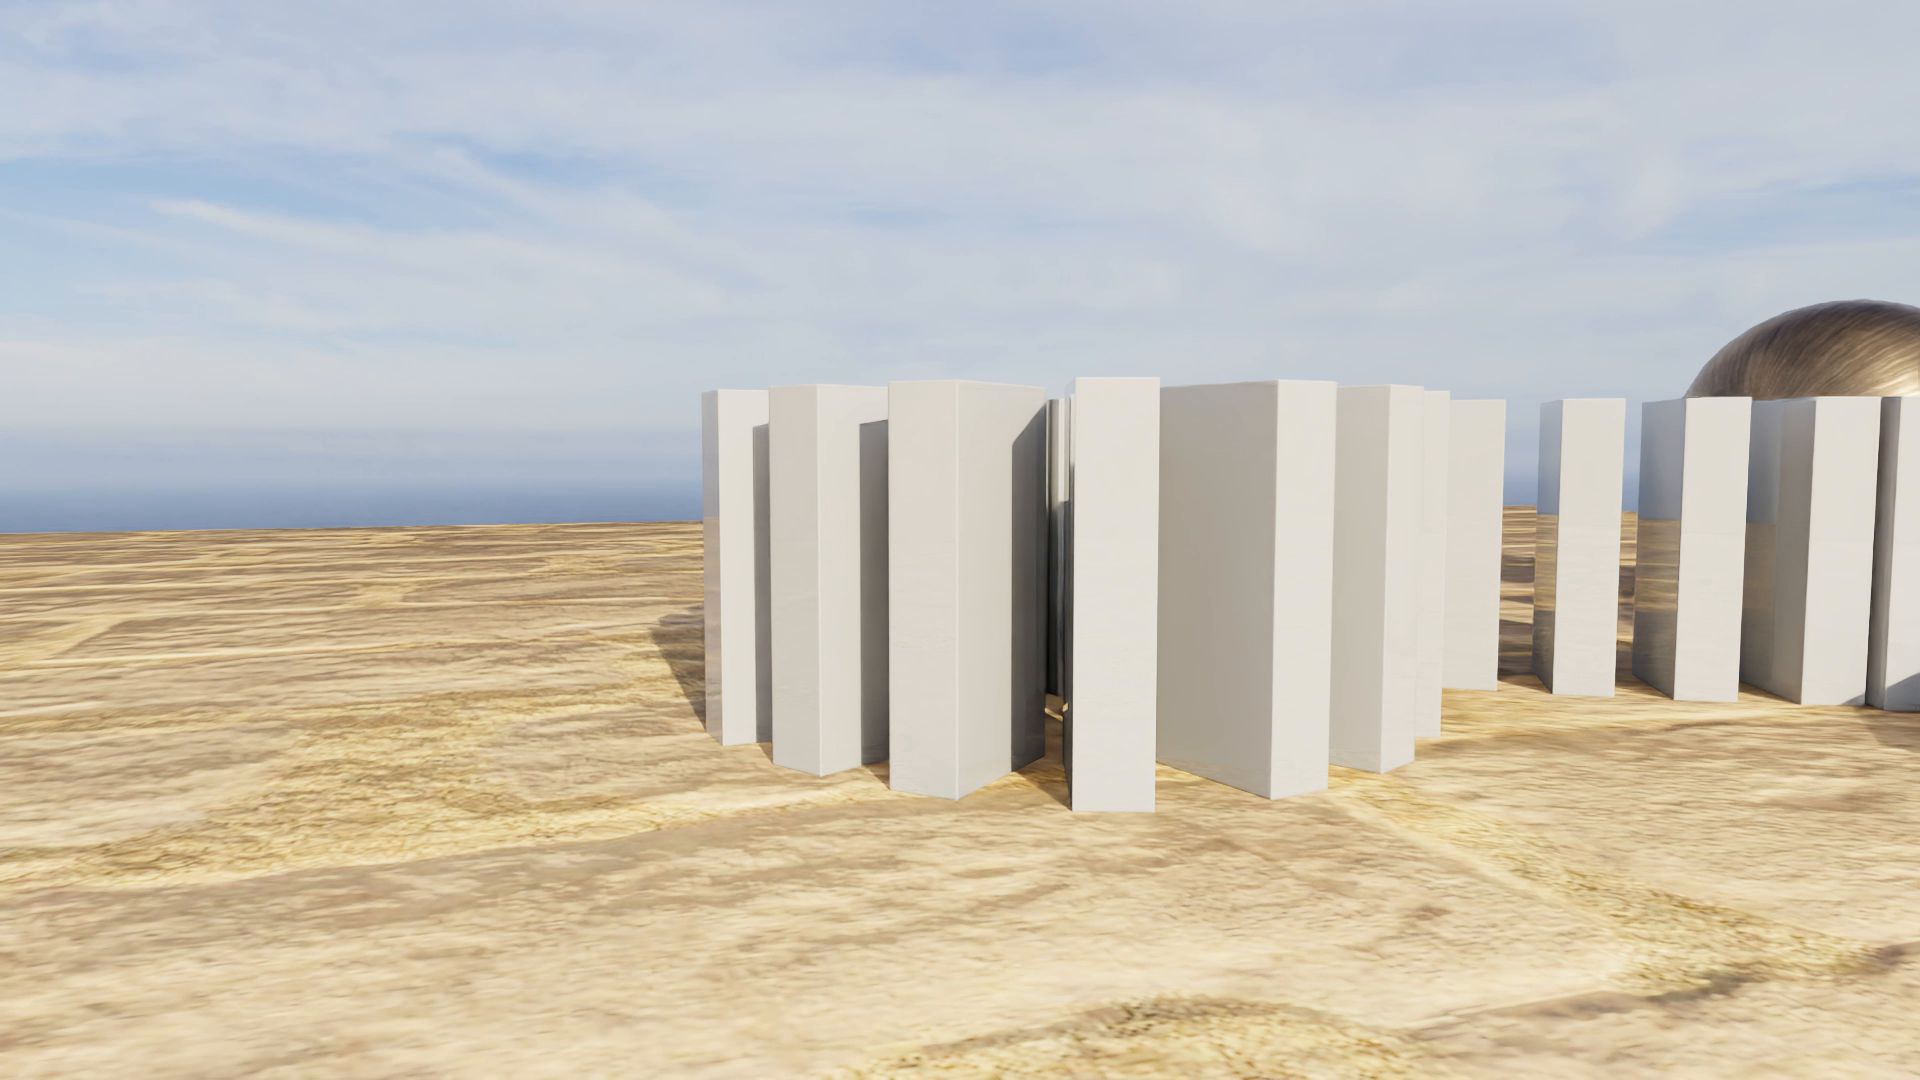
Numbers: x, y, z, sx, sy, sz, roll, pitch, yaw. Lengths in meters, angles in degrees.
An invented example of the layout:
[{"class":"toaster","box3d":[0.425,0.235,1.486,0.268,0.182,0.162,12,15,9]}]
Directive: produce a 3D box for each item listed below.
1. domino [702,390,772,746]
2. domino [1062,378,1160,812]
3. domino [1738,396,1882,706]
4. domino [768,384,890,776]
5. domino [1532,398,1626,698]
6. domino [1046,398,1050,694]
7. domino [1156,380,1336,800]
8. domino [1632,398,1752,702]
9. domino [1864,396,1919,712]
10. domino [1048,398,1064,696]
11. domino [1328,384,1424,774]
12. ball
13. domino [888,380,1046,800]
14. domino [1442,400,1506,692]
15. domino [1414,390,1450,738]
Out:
[{"class":"domino","box3d":[-0.024,0.003,0.188,0.025,0.050,0.009,-2,5,-25]},{"class":"domino","box3d":[0.018,0.006,0.159,0.009,0.050,0.025,0,4,2]},{"class":"domino","box3d":[0.143,0.001,0.219,0.010,0.050,0.025,1,4,8]},{"class":"domino","box3d":[-0.013,0.004,0.175,0.009,0.050,0.025,4,6,42]},{"class":"domino","box3d":[0.109,0.001,0.227,0.009,0.050,0.025,1,4,16]},{"class":"domino","box3d":[0.002,0.001,0.217,0.025,0.050,0.009,2,5,21]},{"class":"domino","box3d":[0.035,0.005,0.165,0.009,0.050,0.025,-3,5,-31]},{"class":"domino","box3d":[0.126,0.001,0.222,0.009,0.050,0.025,1,4,13]},{"class":"domino","box3d":[0.153,0.001,0.214,0.009,0.050,0.025,0,4,6]},{"class":"domino","box3d":[0.015,0.000,0.228,0.009,0.050,0.025,-2,5,-27]},{"class":"domino","box3d":[0.049,0.004,0.176,0.025,0.050,0.009,4,6,44]},{"class":"ball","box3d":[0.232,-0.023,0.338,0.080,0.080,0.080,0,4,0]},{"class":"domino","box3d":[0.001,0.005,0.165,0.009,0.050,0.025,2,5,28]},{"class":"domino","box3d":[0.092,0.000,0.232,0.009,0.050,0.025,1,5,19]},{"class":"domino","box3d":[0.058,0.003,0.190,0.025,0.050,0.010,1,4,10]}]
